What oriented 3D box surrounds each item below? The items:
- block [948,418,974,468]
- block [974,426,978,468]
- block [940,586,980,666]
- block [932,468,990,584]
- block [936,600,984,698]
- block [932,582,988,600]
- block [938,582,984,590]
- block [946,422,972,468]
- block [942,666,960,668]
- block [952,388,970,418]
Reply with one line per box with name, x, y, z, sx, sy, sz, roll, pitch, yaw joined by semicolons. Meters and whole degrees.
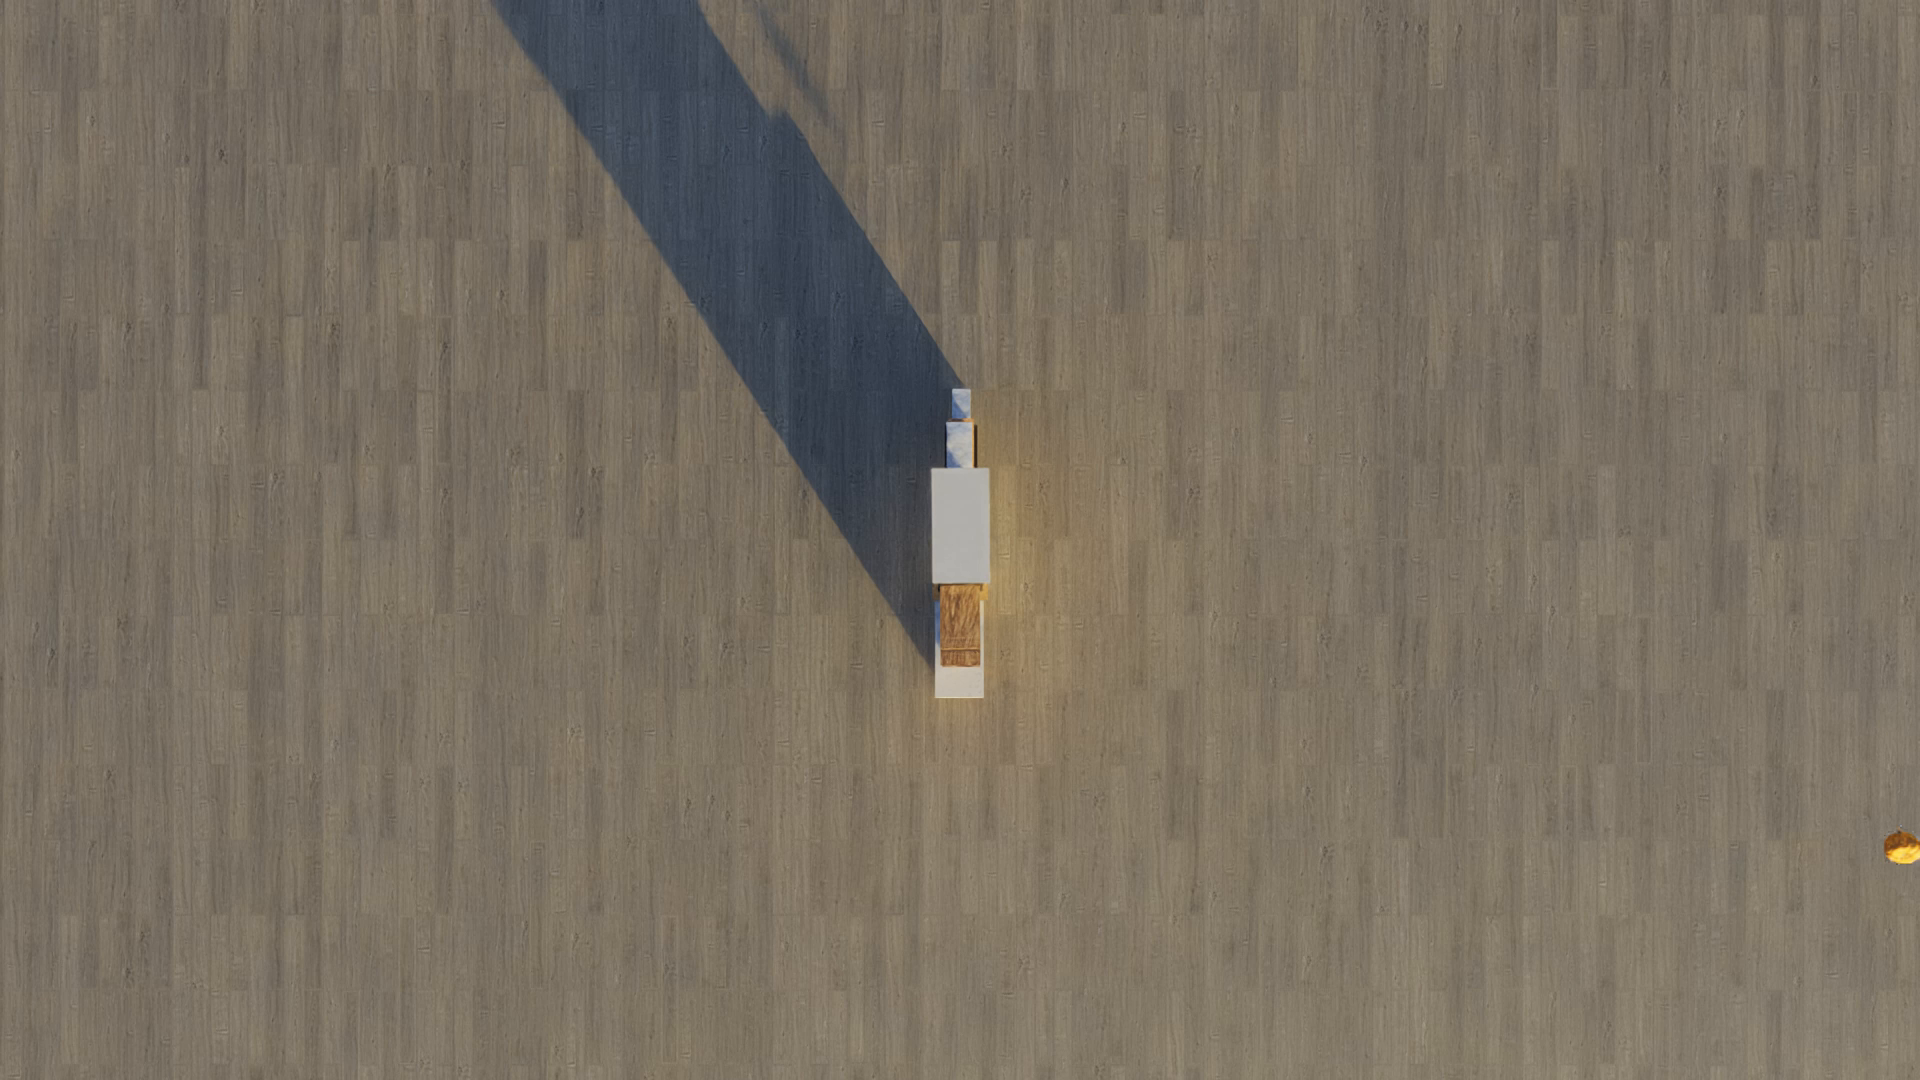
block;0.004;-0.296;5.098;0.078;0.022;0.156;0;90;0
block;0.004;-0.264;5.279;0.103;0.029;0.206;0;90;0
block;0.001;0.237;4.572;0.110;0.031;0.220;-1;90;0
block;0.002;-0.039;4.475;0.155;0.044;0.311;-1;90;0
block;-0.002;0.341;5.176;0.151;0.043;0.302;0;90;0
block;0.001;0.015;5.135;0.171;0.048;0.341;0;90;0
block;0.001;0.016;4.826;0.133;0.038;0.266;0;90;0
block;-0.002;-0.270;4.844;0.076;0.021;0.151;0;90;0
block;0.003;0.264;4.874;0.110;0.031;0.220;0;90;0
block;0.004;-0.432;5.371;0.060;0.017;0.121;0;90;0
